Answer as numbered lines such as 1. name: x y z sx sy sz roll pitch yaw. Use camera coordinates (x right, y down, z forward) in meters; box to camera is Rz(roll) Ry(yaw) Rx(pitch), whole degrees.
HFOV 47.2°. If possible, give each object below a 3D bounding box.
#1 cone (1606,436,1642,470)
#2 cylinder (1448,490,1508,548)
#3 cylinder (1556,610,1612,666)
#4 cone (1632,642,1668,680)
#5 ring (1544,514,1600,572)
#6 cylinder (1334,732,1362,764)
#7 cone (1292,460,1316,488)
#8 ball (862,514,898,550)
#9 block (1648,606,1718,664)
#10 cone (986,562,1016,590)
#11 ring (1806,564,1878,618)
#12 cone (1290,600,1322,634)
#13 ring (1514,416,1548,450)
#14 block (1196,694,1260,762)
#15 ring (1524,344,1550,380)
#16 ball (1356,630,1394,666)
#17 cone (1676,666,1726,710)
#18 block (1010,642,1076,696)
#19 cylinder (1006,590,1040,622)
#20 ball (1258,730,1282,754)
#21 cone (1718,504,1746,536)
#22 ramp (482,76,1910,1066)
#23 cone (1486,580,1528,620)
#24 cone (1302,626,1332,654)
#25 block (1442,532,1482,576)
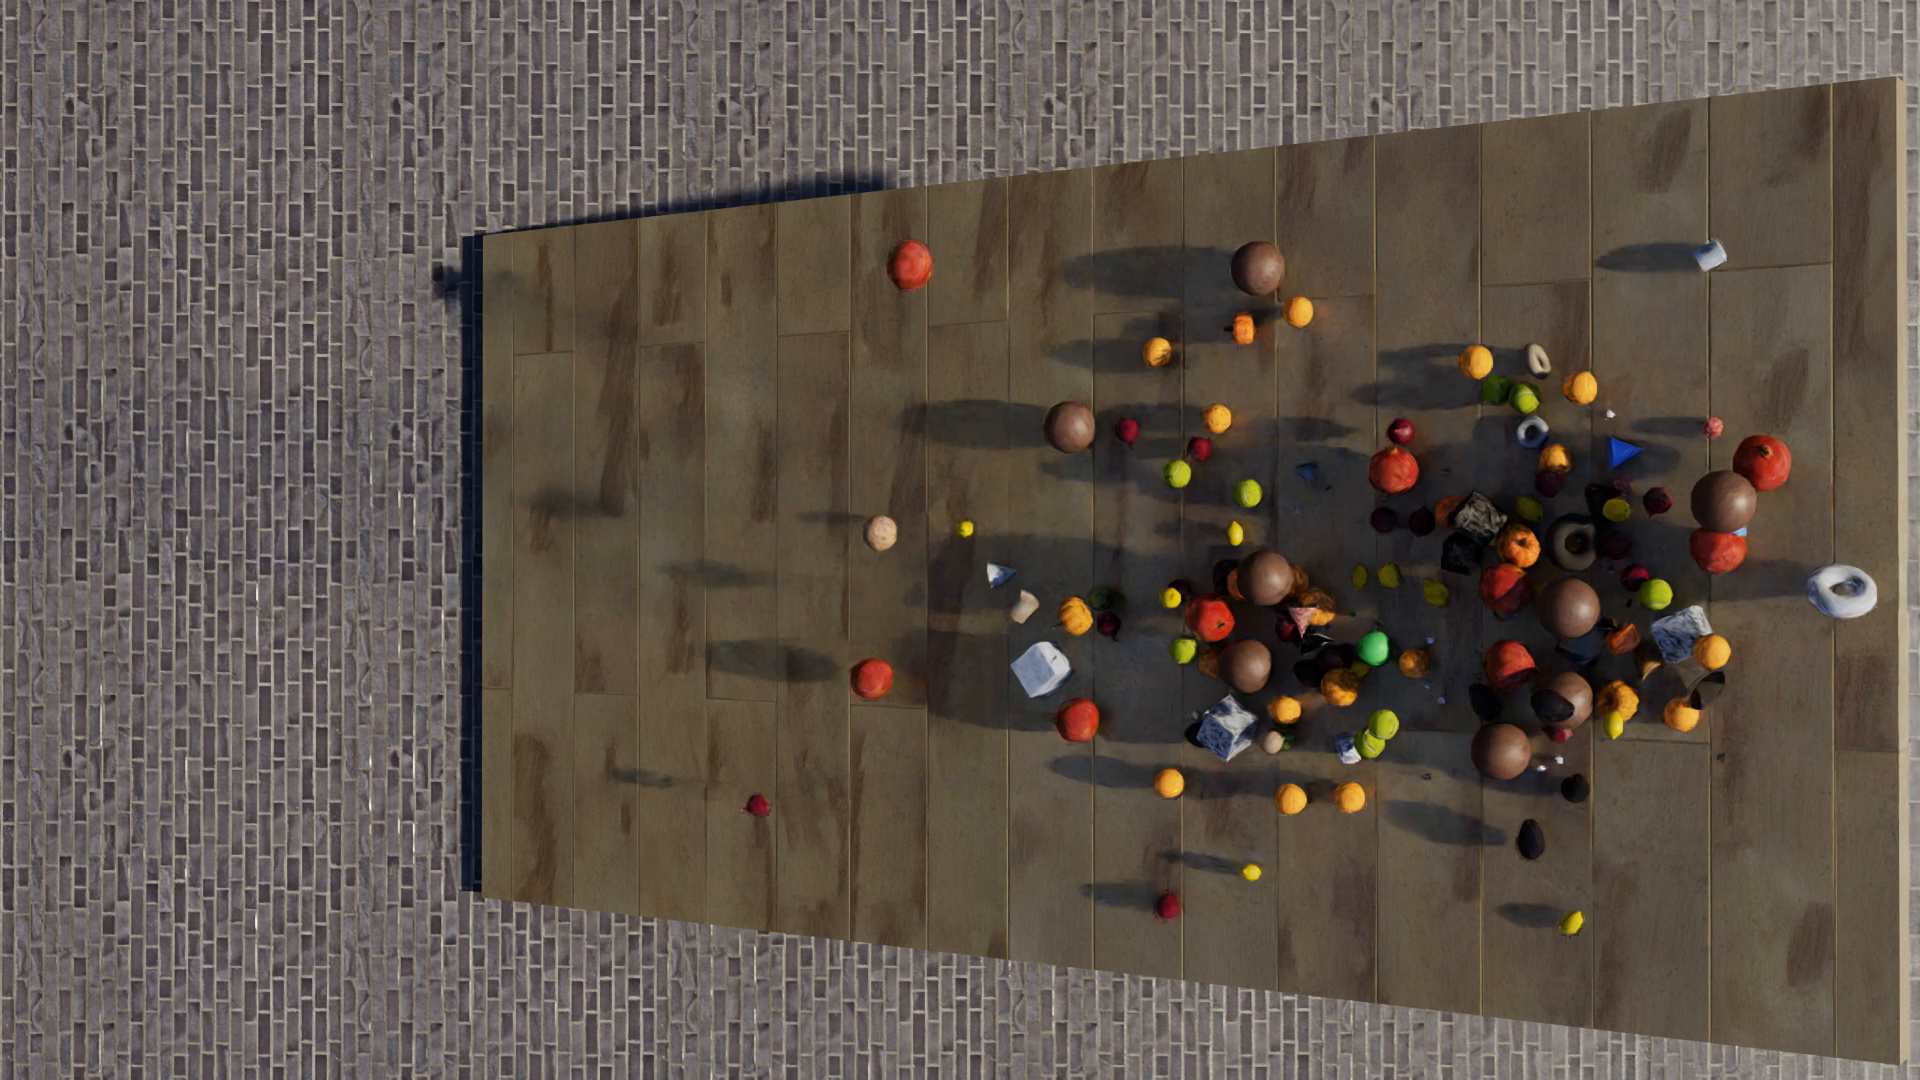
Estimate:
1. cone: 1.435 -0.191 4.732 0.071 0.071 0.071 -5 90 7
2. cylinder: 1.139 -0.047 4.836 0.092 0.092 0.092 37 90 3
3. cylinder: 1.342 0.210 4.735 0.091 0.091 0.091 15 110 0
4. cone: 1.456 0.273 4.667 0.079 0.079 0.079 34 52 0
5. ring: 1.321 0.006 4.742 0.125 0.042 0.125 0 90 -7
6. cylinder: 0.893 0.478 5.060 0.054 0.054 0.054 -13 106 0
7. cone: 0.815 -0.148 5.133 0.059 0.059 0.059 -20 95 0
8. ball: -0.199 -0.018 5.469 0.090 0.090 0.090 0 90 0
9. block: 1.525 0.200 4.633 0.093 0.093 0.093 -28 75 30
10. cone: 0.112 0.083 5.601 0.074 0.074 0.074 -13 90 6
11. ring: 1.781 0.103 4.443 0.137 0.137 0.046 -8 134 0
12. cone: 0.782 0.187 5.036 0.076 0.076 0.076 11 114 0
13. ring: 1.261 -0.237 4.851 0.077 0.026 0.077 1 93 30
14. block: 0.633 0.445 5.198 0.094 0.094 0.094 -30 55 -36
15. ring: 1.263 -0.391 4.814 0.028 0.084 0.084 -25 89 38
16. ball: 0.948 0.248 5.020 0.082 0.082 0.082 0 90 0
17. cone: 1.539 0.290 4.628 0.096 0.096 0.096 -18 129 -23
18. block: 0.207 0.323 5.498 0.096 0.096 0.096 -43 68 25
19. cylinder: 0.158 0.167 5.518 0.059 0.059 0.059 41 118 0
20. ball: 0.720 0.469 5.102 0.056 0.056 0.056 0 90 0
21. cone: 1.610 -0.050 4.546 0.060 0.060 0.060 19 114 0
22. ramp: 0.254 0.070 5.587 4.000 0.100 2.000 0 89 33
23. cone: 1.183 0.112 4.834 0.095 0.095 0.095 38 90 -27
24. cone: 0.834 0.233 5.124 0.073 0.073 0.073 1 90 7
25. block: 1.120 0.030 4.905 0.066 0.066 0.066 15 119 35
